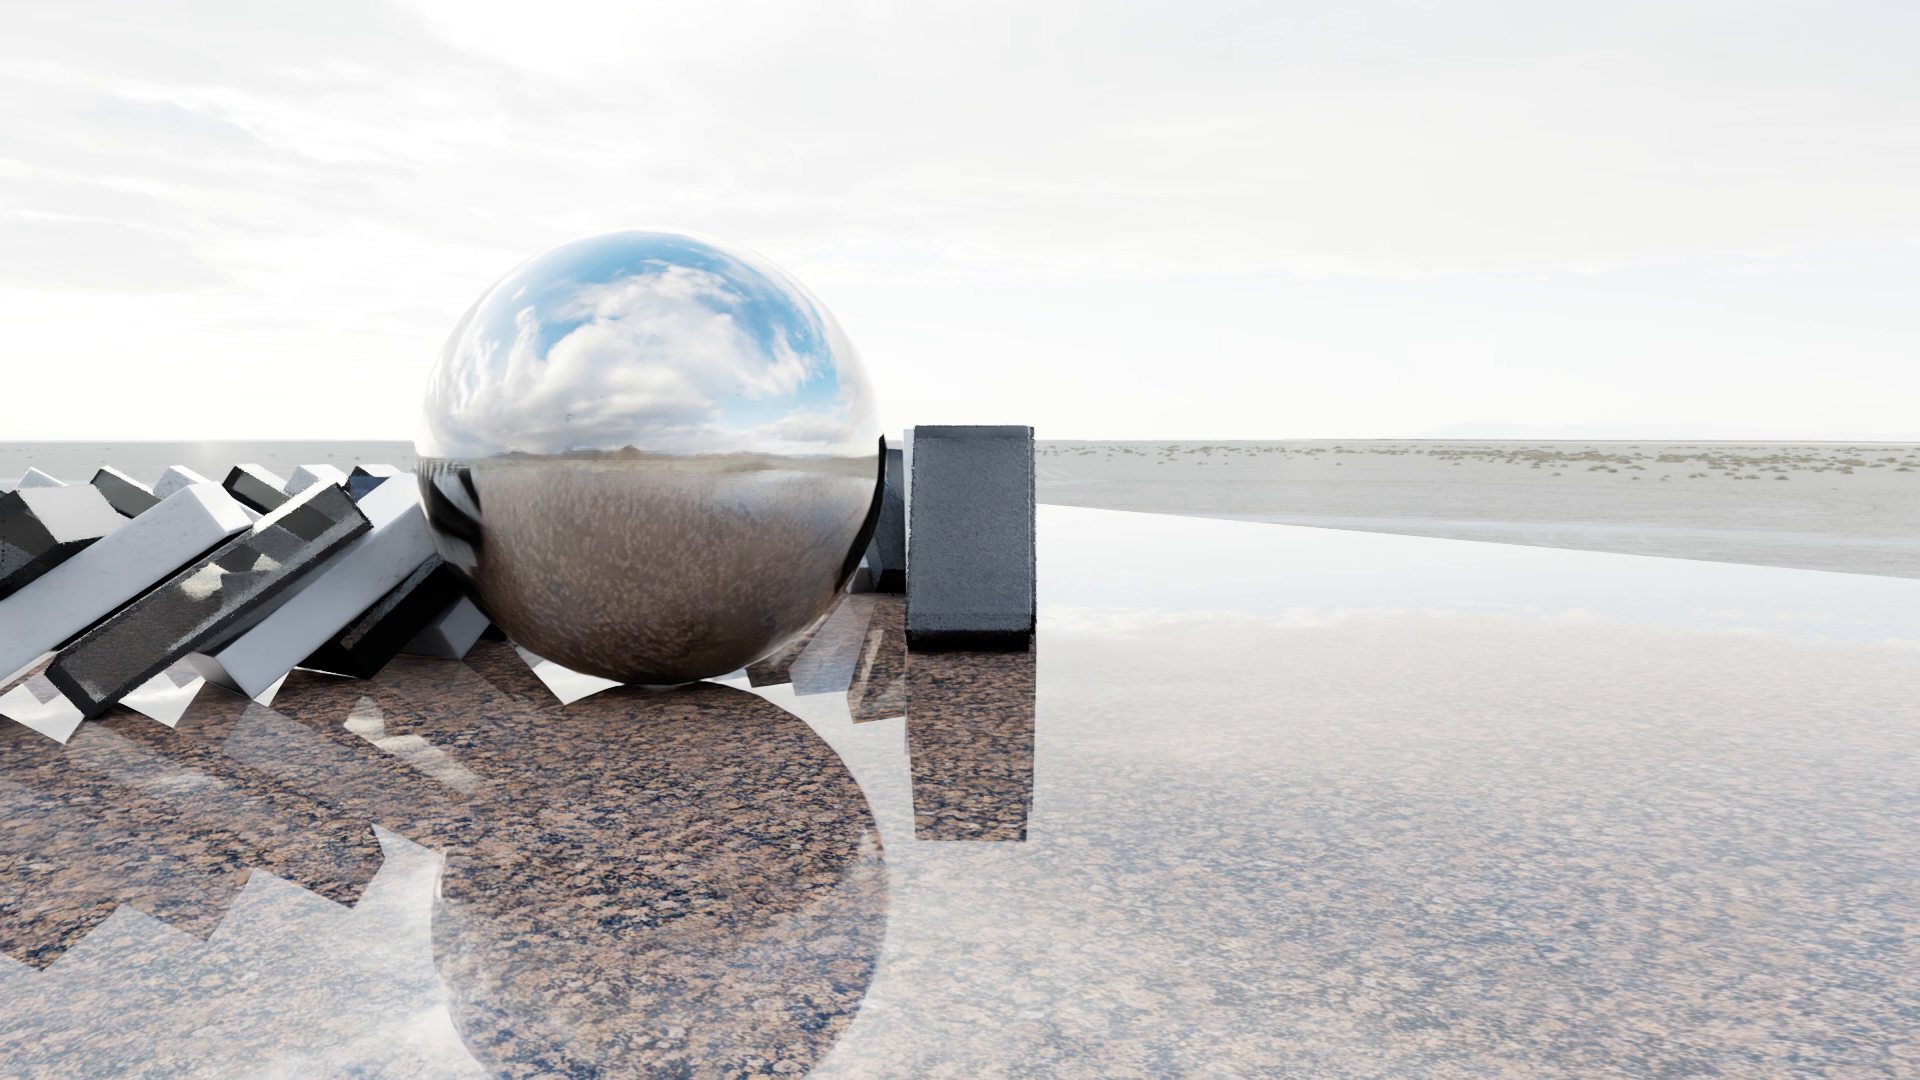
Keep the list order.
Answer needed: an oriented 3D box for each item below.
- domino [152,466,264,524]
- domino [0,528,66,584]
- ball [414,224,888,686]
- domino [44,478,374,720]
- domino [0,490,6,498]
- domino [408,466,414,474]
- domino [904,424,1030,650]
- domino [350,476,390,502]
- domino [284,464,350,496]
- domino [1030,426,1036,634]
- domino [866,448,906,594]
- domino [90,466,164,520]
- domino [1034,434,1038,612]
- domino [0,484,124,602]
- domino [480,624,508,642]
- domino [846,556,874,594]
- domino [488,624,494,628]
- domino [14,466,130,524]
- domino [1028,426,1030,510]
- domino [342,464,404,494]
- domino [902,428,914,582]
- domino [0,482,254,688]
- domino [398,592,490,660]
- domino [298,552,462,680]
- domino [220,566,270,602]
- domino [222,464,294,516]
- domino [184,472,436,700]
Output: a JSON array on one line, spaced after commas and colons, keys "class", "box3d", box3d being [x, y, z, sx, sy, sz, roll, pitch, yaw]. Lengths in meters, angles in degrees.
[{"class": "domino", "box3d": [-0.236, -0.007, 0.422, 0.050, 0.009, 0.025, 34, -10, -22]}, {"class": "domino", "box3d": [-0.289, -0.003, 0.369, 0.025, 0.010, 0.050, 3, -29, 39]}, {"class": "ball", "box3d": [-0.053, -0.014, 0.226, 0.080, 0.080, 0.080, 0, 4, 0]}, {"class": "domino", "box3d": [-0.125, 0.008, 0.216, 0.050, 0.009, 0.025, -40, 22, -21]}, {"class": "domino", "box3d": [-0.279, -0.004, 0.385, 0.025, 0.010, 0.050, 4, -27, 47]}, {"class": "domino", "box3d": [-0.164, -0.008, 0.443, 0.050, 0.009, 0.025, 33, 7, 3]}, {"class": "domino", "box3d": [0.002, -0.001, 0.273, 0.025, 0.050, 0.009, 0, -30, 2]}, {"class": "domino", "box3d": [-0.138, 0.001, 0.325, 0.025, 0.010, 0.050, -3, 36, -32]}, {"class": "domino", "box3d": [-0.201, -0.008, 0.439, 0.050, 0.009, 0.025, 33, 1, -6]}, {"class": "domino", "box3d": [0.005, -0.003, 0.296, 0.025, 0.050, 0.009, 0, -30, 2]}, {"class": "domino", "box3d": [-0.016, -0.006, 0.372, 0.025, 0.009, 0.050, 2, 45, -21]}, {"class": "domino", "box3d": [-0.252, -0.006, 0.412, 0.050, 0.009, 0.025, 35, -13, -27]}, {"class": "domino", "box3d": [0.006, -0.004, 0.307, 0.025, 0.050, 0.009, 0, -30, 2]}, {"class": "domino", "box3d": [-0.157, 0.010, 0.195, 0.050, 0.009, 0.025, -35, 10, -7]}, {"class": "domino", "box3d": [-0.110, 0.003, 0.295, 0.025, 0.009, 0.050, 6, 34, -3]}, {"class": "domino", "box3d": [-0.031, -0.004, 0.384, 0.025, 0.010, 0.050, -3, 39, -32]}, {"class": "domino", "box3d": [-0.121, 0.002, 0.311, 0.025, 0.009, 0.050, 0, 35, -17]}, {"class": "domino", "box3d": [-0.266, -0.005, 0.399, 0.050, 0.009, 0.025, 37, -17, -32]}, {"class": "domino", "box3d": [0.003, -0.002, 0.284, 0.025, 0.050, 0.010, 0, -30, 2]}, {"class": "domino", "box3d": [-0.183, -0.008, 0.442, 0.050, 0.009, 0.025, 33, 3, -2]}, {"class": "domino", "box3d": [-0.003, -0.007, 0.354, 0.025, 0.050, 0.010, 0, -30, -4]}, {"class": "domino", "box3d": [-0.140, 0.009, 0.204, 0.050, 0.010, 0.025, -37, 15, -14]}, {"class": "domino", "box3d": [-0.103, 0.003, 0.270, 0.025, 0.009, 0.050, 4, 43, 20]}, {"class": "domino", "box3d": [-0.108, 0.005, 0.251, 0.025, 0.010, 0.050, 3, 42, 32]}, {"class": "domino", "box3d": [-0.166, 0.013, 0.333, 0.050, 0.010, 0.025, 3, 5, 34]}, {"class": "domino", "box3d": [-0.219, -0.008, 0.432, 0.050, 0.010, 0.025, 34, -5, -15]}, {"class": "domino", "box3d": [-0.114, 0.007, 0.233, 0.025, 0.009, 0.050, 4, 41, 44]}]
